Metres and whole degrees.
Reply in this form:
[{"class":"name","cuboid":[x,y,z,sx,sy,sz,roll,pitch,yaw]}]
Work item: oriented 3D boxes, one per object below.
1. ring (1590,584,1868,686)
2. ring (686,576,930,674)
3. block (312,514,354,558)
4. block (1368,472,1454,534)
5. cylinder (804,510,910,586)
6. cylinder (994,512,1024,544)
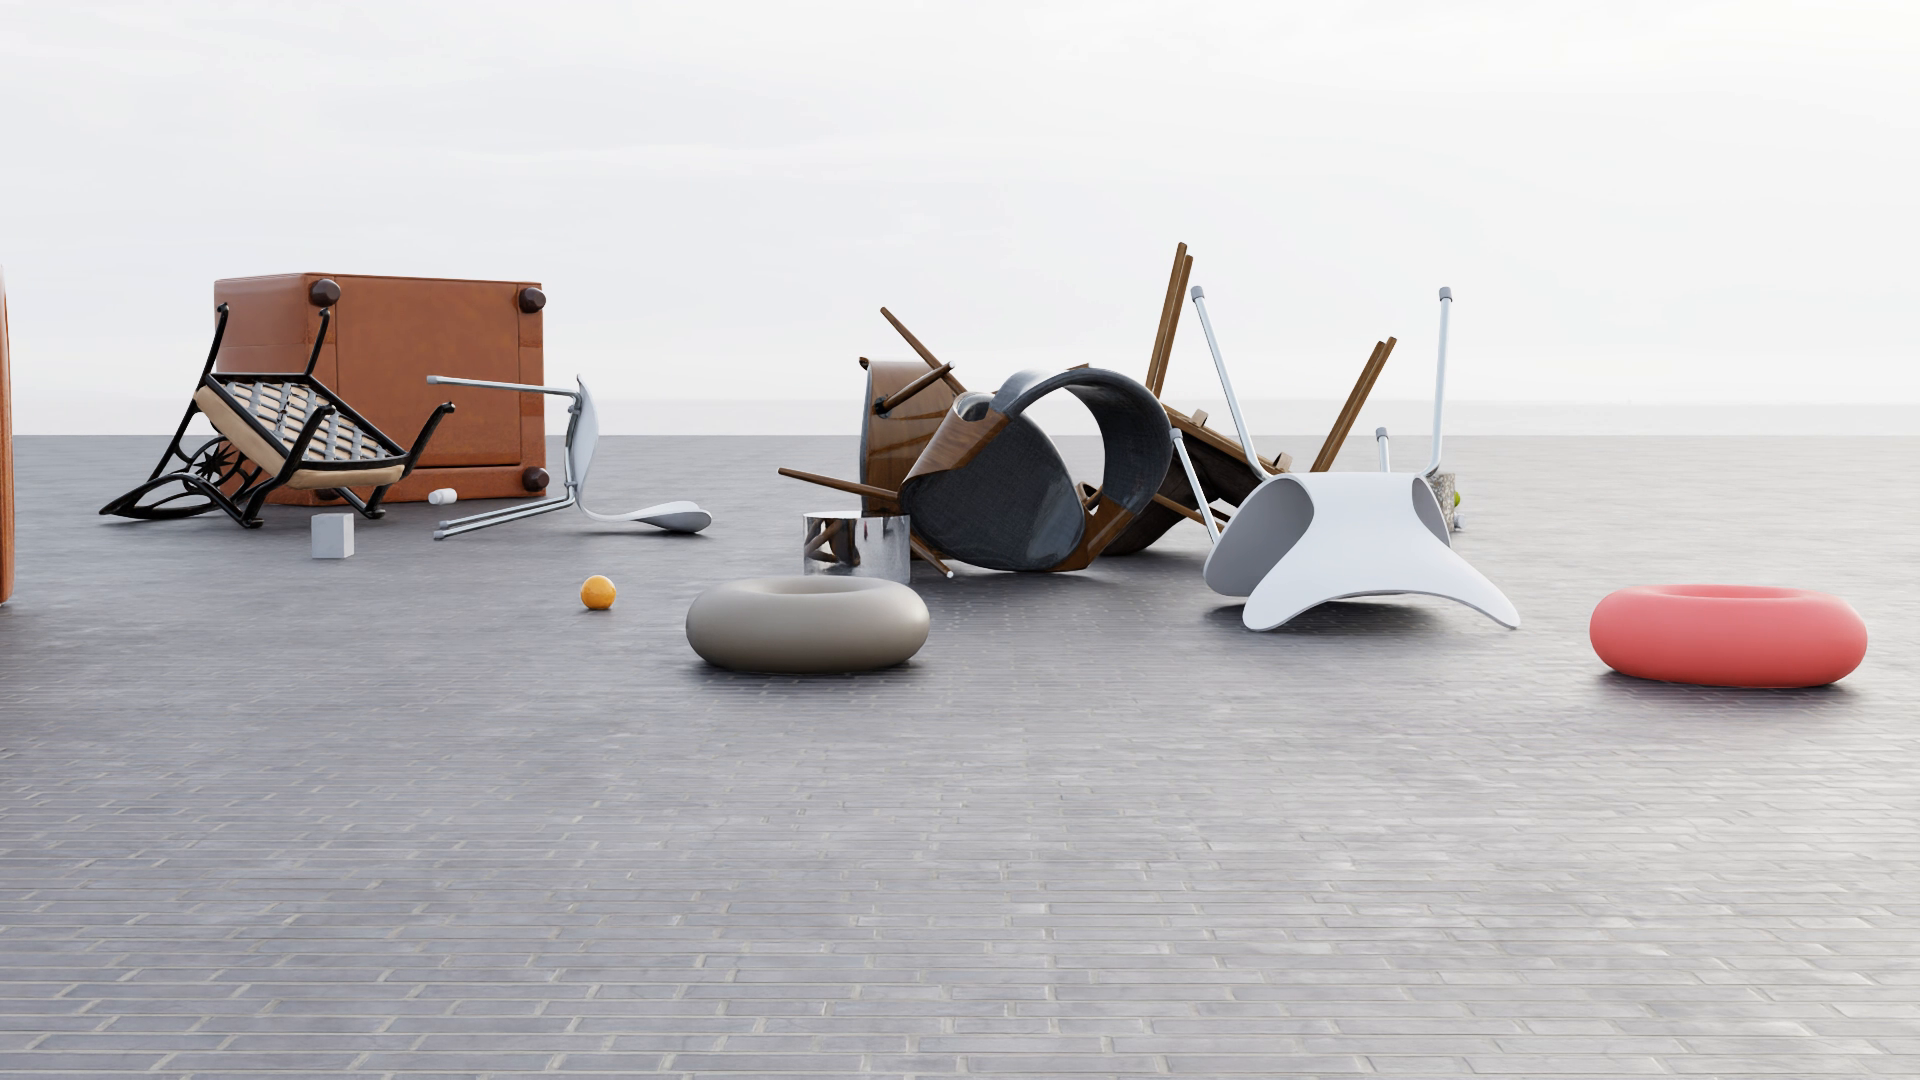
[{"class":"ring","cuboid":[1.194,0.147,3.436,0.426,0.136,0.300,2,6,40]},{"class":"ring","cuboid":[-0.251,0.138,3.625,0.402,0.129,0.433,-1,5,-11]},{"class":"block","cuboid":[-1.686,-0.012,5.913,0.084,0.111,0.135,0,4,-5]},{"class":"block","cuboid":[1.427,-0.119,6.947,0.238,0.183,0.133,2,4,28]},{"class":"cylinder","cuboid":[-0.239,0.020,5.097,0.244,0.159,0.294,1,4,12]},{"class":"cylinder","cuboid":[0.142,-0.034,6.406,0.083,0.087,0.101,-2,4,-22]}]
